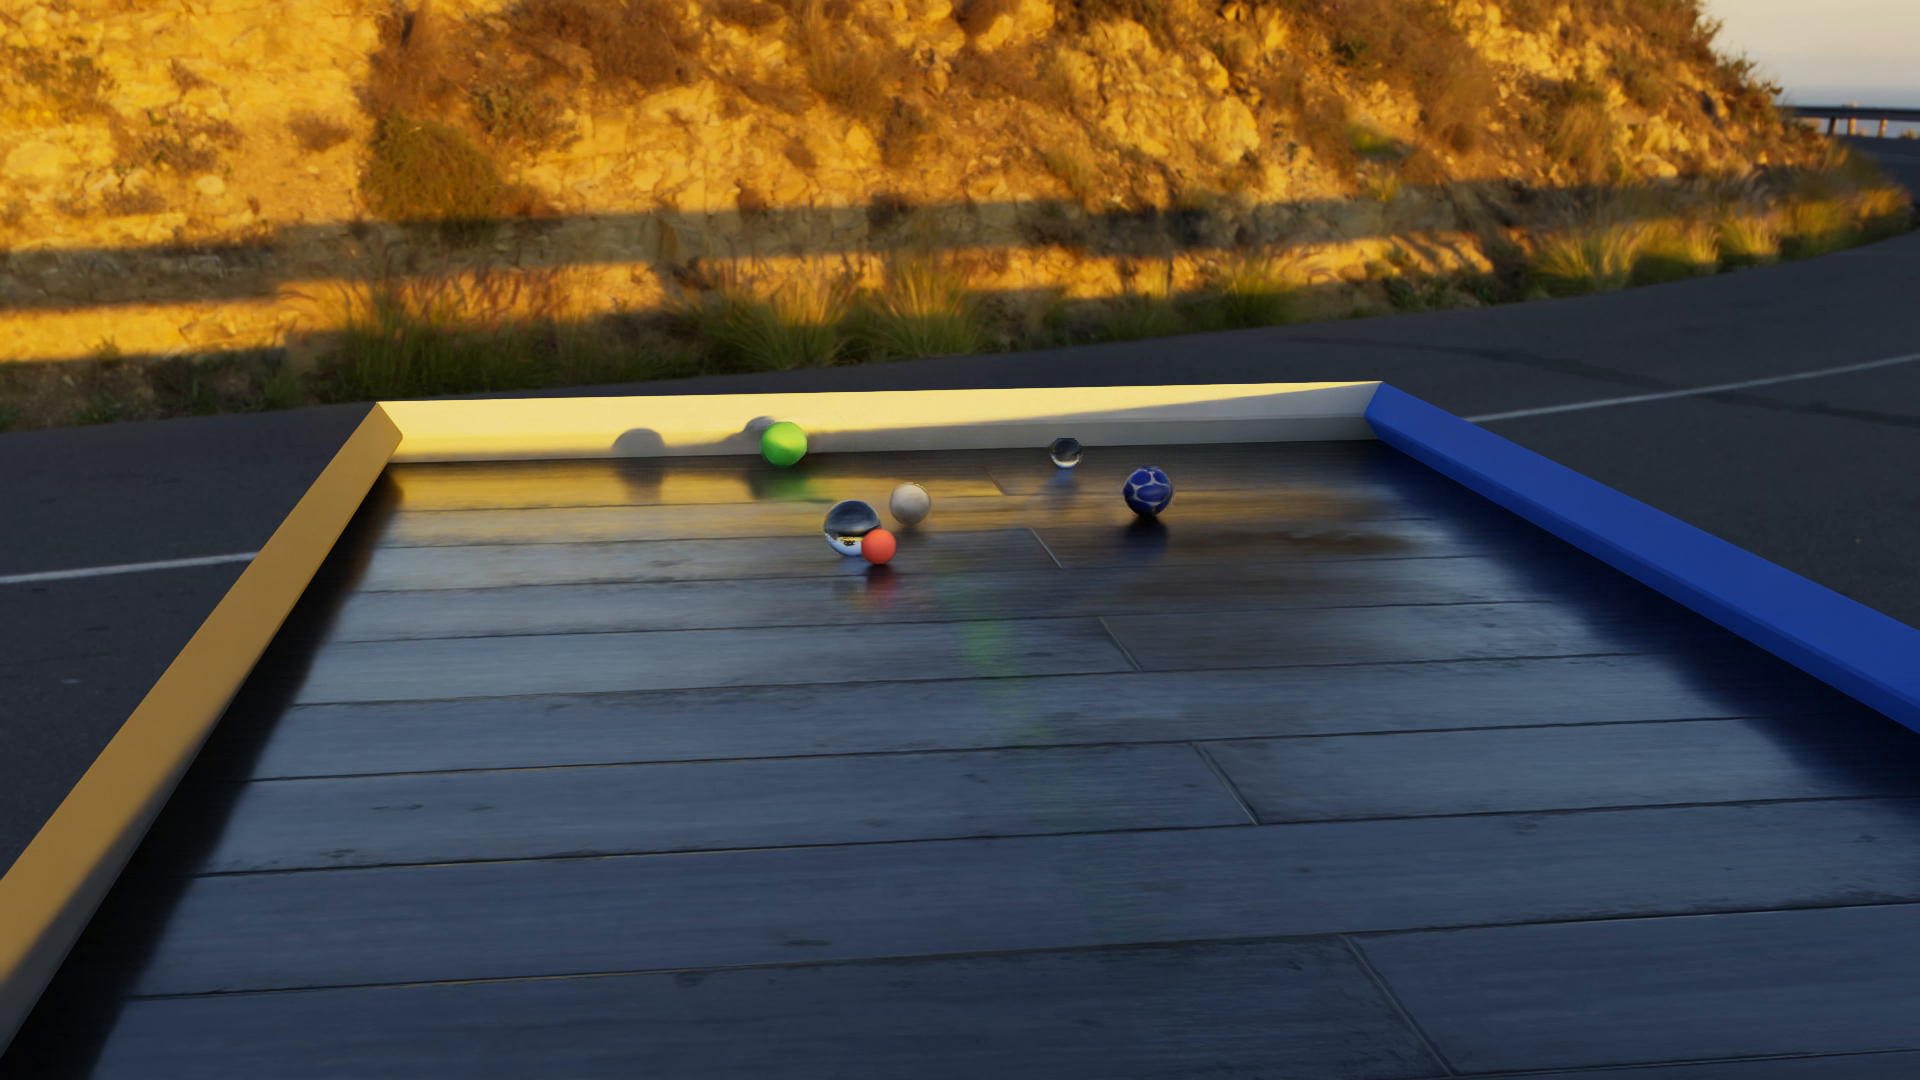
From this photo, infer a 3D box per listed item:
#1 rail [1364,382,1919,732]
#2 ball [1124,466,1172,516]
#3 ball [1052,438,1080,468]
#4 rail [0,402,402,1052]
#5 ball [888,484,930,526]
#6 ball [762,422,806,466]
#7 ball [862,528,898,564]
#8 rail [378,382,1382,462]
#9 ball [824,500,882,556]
[{"bbox_3d":[0.953,0.140,2.262,0.045,0.102,3.414,-2,13,-7],"label":"rail"},{"bbox_3d":[0.281,-0.072,3.278,0.074,0.074,0.074,0,13,0],"label":"ball"},{"bbox_3d":[0.176,-0.144,3.652,0.049,0.049,0.049,0,13,0],"label":"ball"},{"bbox_3d":[-0.726,0.190,2.043,0.045,0.102,3.414,-2,13,-7],"label":"rail"},{"bbox_3d":[-0.075,-0.052,3.217,0.060,0.060,0.060,0,13,0],"label":"ball"},{"bbox_3d":[-0.293,-0.160,3.665,0.076,0.076,0.076,0,13,0],"label":"ball"},{"bbox_3d":[-0.109,0.009,2.974,0.048,0.048,0.048,0,13,0],"label":"ball"},{"bbox_3d":[-0.110,-0.201,3.781,1.742,0.102,0.045,-2,13,-7],"label":"rail"},{"bbox_3d":[-0.147,-0.017,3.019,0.079,0.079,0.079,0,13,0],"label":"ball"}]
